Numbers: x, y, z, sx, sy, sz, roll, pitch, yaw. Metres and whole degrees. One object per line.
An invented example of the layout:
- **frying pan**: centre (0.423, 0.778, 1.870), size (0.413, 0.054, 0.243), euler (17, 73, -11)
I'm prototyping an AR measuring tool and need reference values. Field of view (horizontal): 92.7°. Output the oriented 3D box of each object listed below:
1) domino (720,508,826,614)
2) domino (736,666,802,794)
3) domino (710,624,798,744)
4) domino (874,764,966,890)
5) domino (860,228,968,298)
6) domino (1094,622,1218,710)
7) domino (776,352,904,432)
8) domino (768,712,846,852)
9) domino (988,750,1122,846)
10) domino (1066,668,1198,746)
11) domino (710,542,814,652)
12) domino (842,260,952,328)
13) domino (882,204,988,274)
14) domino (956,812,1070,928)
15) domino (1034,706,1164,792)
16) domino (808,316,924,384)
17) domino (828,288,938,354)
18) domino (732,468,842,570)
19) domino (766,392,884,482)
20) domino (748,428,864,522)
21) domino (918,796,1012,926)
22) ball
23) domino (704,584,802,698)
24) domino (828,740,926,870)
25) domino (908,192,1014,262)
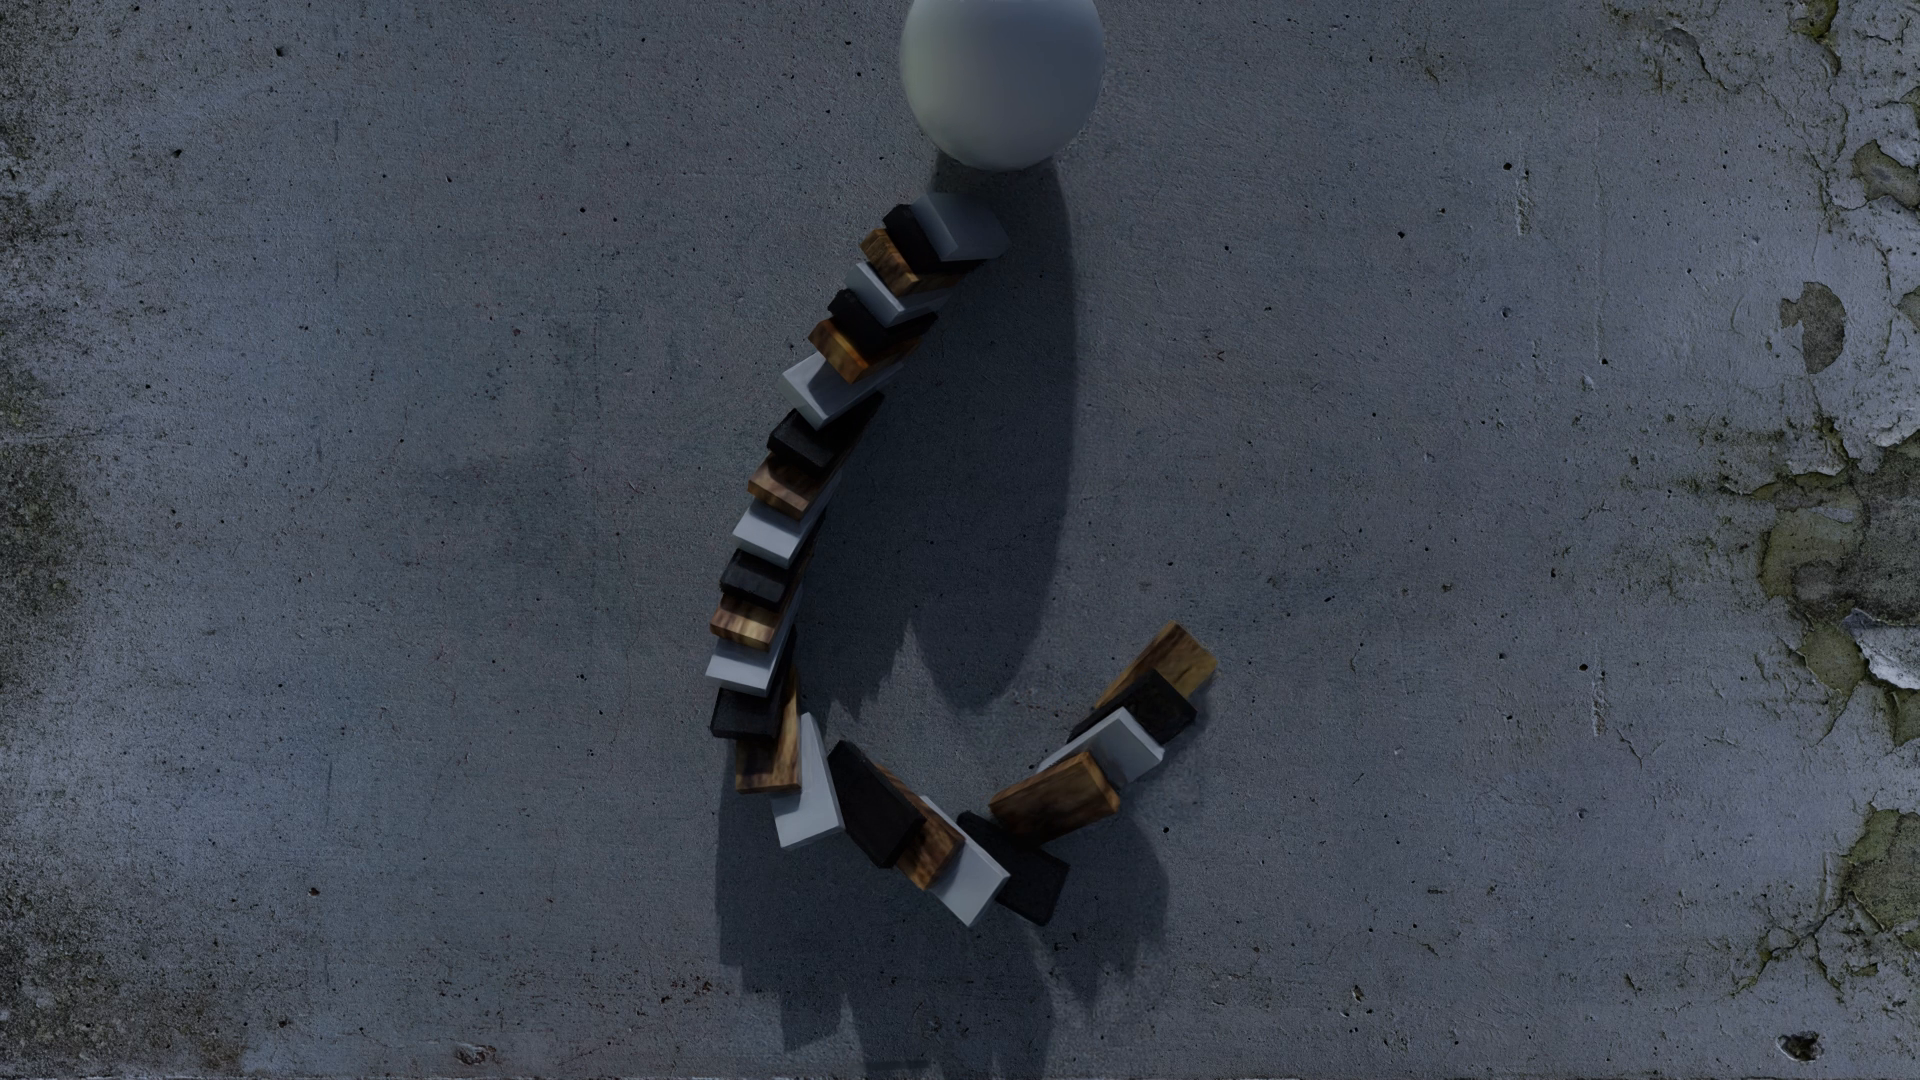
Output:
- **domino**: centre (-0.077, 0.003, 0.382), size (0.025, 0.010, 0.050), euler (21, 58, 1)
- **domino**: centre (-0.080, 0.079, 0.385), size (0.025, 0.009, 0.050), euler (-6, 63, 0)
- **domino**: centre (-0.085, 0.058, 0.383), size (0.025, 0.010, 0.050), euler (6, 57, 0)
- **domino**: centre (-0.025, 0.120, 0.385), size (0.050, 0.010, 0.025), euler (35, 90, 26)
- **domino**: centre (-0.018, -0.115, 0.377), size (0.009, 0.050, 0.025), euler (-36, 90, 33)
- **domino**: centre (0.084, 0.062, 0.395), size (0.025, 0.010, 0.050), euler (43, 90, 0)
- **domino**: centre (-0.049, -0.068, 0.381), size (0.025, 0.010, 0.050), euler (48, 54, 1)
- **domino**: centre (-0.067, 0.101, 0.384), size (0.025, 0.010, 0.050), euler (-22, 62, 1)
- **domino**: centre (0.039, 0.110, 0.384), size (0.050, 0.010, 0.025), euler (-33, 90, 28)
- **domino**: centre (0.071, 0.078, 0.382), size (0.025, 0.009, 0.050), euler (44, 120, -1)
- **domino**: centre (-0.082, 0.020, 0.383), size (0.025, 0.009, 0.050), euler (19, 58, 0)
- **domino**: centre (-0.025, -0.104, 0.376), size (0.025, 0.050, 0.009), euler (48, 123, 0)
- **domino**: centre (-0.009, -0.124, 0.376), size (0.010, 0.050, 0.025), euler (-31, 90, 33)
- **domino**: centre (0.018, 0.137, 0.384), size (0.050, 0.009, 0.025), euler (21, 91, 27)
- **domino**: centre (0.058, 0.093, 0.383), size (0.025, 0.009, 0.050), euler (46, 120, -1)
- **domino**: centre (-0.038, -0.082, 0.377), size (0.025, 0.050, 0.010), euler (48, 126, 0)
- **domino**: centre (-0.031, -0.093, 0.376), size (0.025, 0.050, 0.009), euler (48, 123, 0)
- **domino**: centre (-0.072, -0.014, 0.382), size (0.025, 0.010, 0.050), euler (24, 58, 2)
- **domino**: centre (-0.055, -0.050, 0.381), size (0.025, 0.010, 0.050), euler (34, 54, 0)
- **domino**: centre (-0.064, -0.034, 0.383), size (0.025, 0.009, 0.050), euler (31, 58, 0)
- **domino**: centre (-0.006, 0.134, 0.384), size (0.050, 0.009, 0.025), euler (36, 92, 26)
- **ball**: centre (0.017, -0.188, 0.360), size (0.080, 0.080, 0.080), euler (0, 90, 0)
- **domino**: centre (-0.085, 0.039, 0.383), size (0.025, 0.009, 0.050), euler (13, 58, 0)
- **domino**: centre (-0.040, 0.109, 0.382), size (0.050, 0.009, 0.025), euler (37, 91, 33)
- **domino**: centre (0.001, -0.129, 0.377), size (0.010, 0.050, 0.025), euler (-31, 90, 33)
